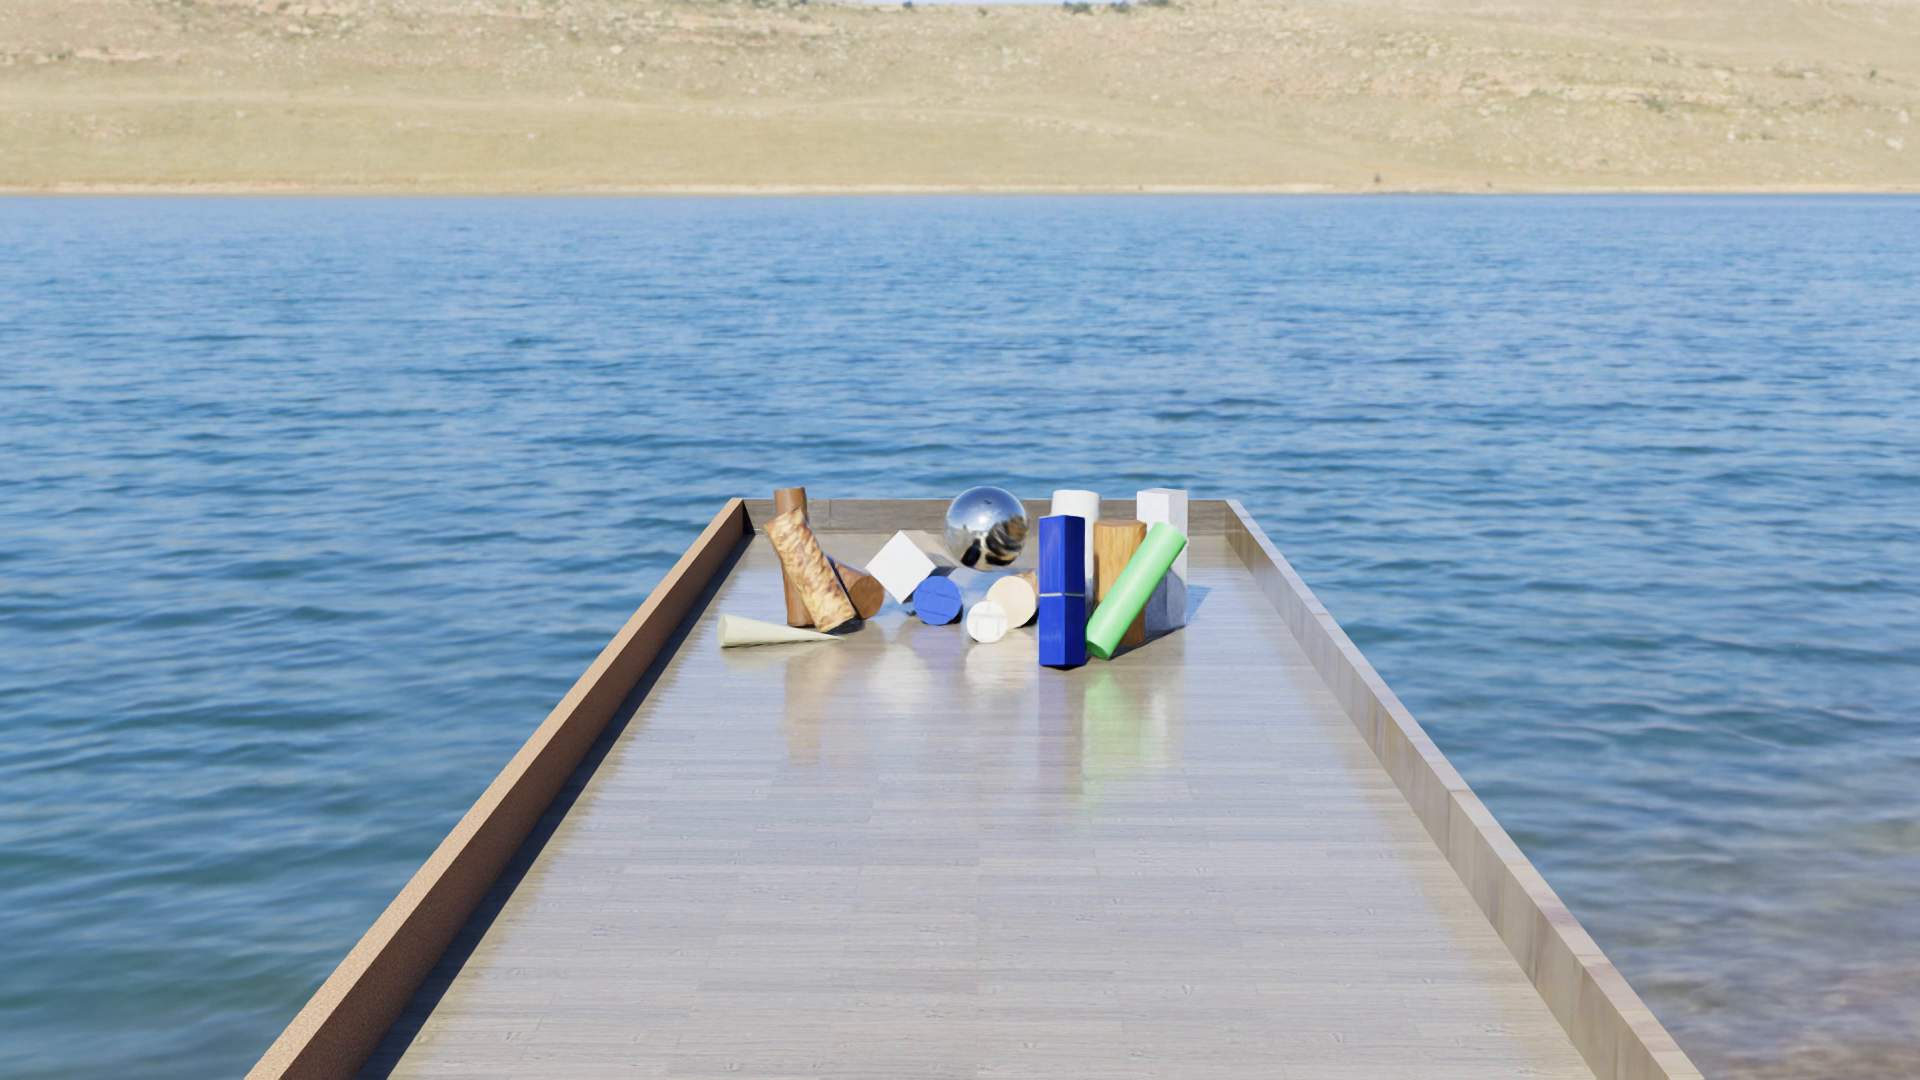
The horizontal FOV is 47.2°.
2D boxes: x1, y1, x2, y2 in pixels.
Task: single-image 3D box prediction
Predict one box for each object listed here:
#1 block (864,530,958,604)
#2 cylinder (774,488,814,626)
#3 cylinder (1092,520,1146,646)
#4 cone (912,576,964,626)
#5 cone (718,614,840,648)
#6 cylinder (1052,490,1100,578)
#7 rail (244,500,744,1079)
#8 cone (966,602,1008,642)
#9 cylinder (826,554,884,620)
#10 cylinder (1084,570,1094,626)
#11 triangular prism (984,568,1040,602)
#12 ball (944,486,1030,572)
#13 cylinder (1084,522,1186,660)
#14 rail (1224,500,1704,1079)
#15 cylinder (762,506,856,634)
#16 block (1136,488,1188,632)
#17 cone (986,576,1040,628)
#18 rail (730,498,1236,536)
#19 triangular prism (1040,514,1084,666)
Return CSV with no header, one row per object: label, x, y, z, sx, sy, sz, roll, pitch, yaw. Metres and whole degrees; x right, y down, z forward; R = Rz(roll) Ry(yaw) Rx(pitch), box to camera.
block,-0.160,0.090,7.478,0.171,0.171,0.404,45,8,8
cylinder,-0.535,0.055,7.203,0.104,0.446,0.104,-6,1,0
cylinder,0.503,0.134,6.952,0.166,0.379,0.166,0,9,0
cone,-0.031,0.207,7.444,0.163,0.163,0.415,2,-2,13
cone,-0.555,0.299,6.955,0.408,0.107,0.107,5,7,-20
cylinder,0.372,0.051,7.276,0.160,0.412,0.160,5,-9,1
rail,-1.004,0.839,3.234,0.050,0.150,12.000,0,9,1
cone,0.066,0.268,7.112,0.132,0.132,0.316,-1,-3,-7
cylinder,-0.413,0.150,7.441,0.152,0.152,0.335,-7,19,-36
cylinder,0.426,0.181,7.094,0.114,0.114,0.391,6,31,35
triangular prism,0.187,0.171,7.588,0.116,0.101,0.301,5,10,27
ball,0.091,-0.039,7.630,0.299,0.299,0.299,0,9,0
cylinder,0.528,0.154,6.747,0.115,0.446,0.115,32,-17,11
rail,1.046,0.843,3.208,0.050,0.150,12.000,0,9,1
cylinder,-0.484,0.098,7.085,0.134,0.394,0.134,-28,1,1
block,0.659,0.062,7.188,0.119,0.447,0.119,7,11,37
cone,0.221,0.215,7.392,0.168,0.168,0.394,3,-3,16
rail,0.099,-0.098,9.147,2.100,0.150,0.050,0,9,1
triangular prism,0.290,0.152,6.611,0.117,0.446,0.136,-2,-4,31
